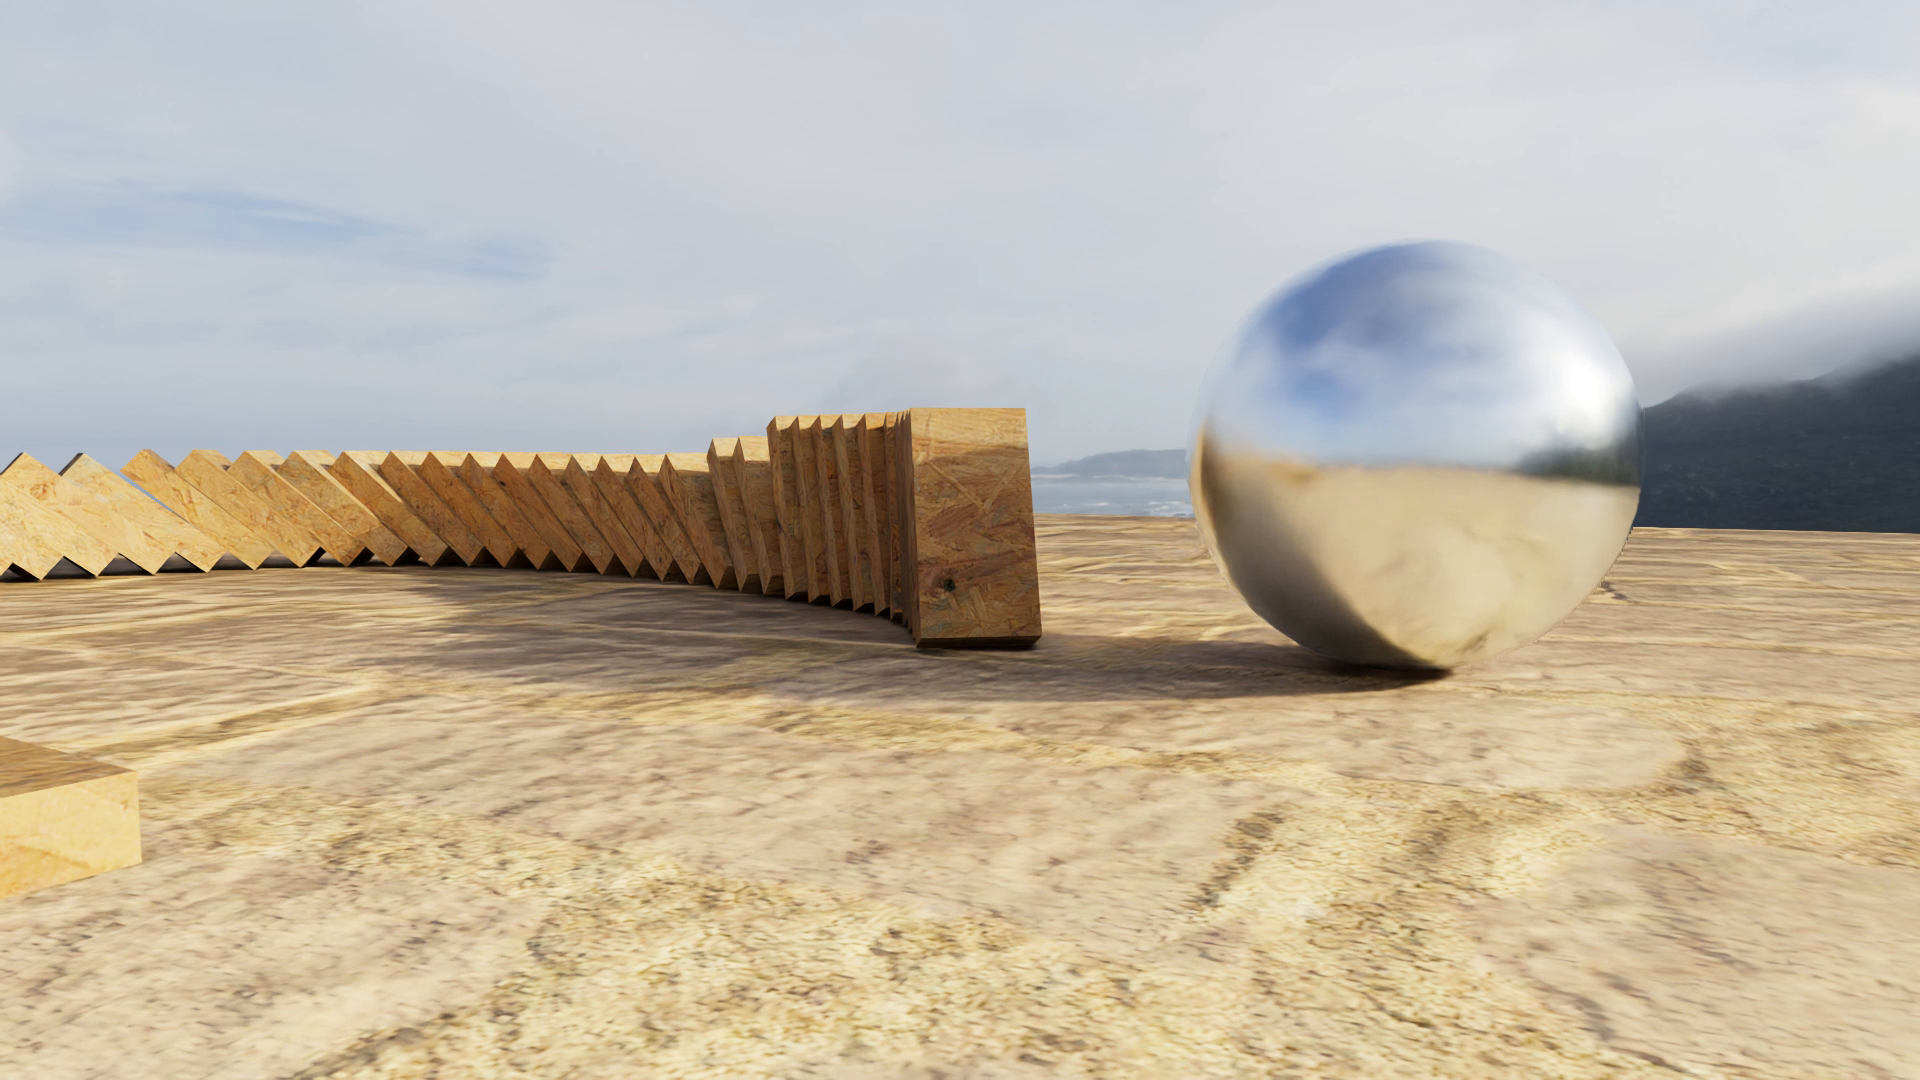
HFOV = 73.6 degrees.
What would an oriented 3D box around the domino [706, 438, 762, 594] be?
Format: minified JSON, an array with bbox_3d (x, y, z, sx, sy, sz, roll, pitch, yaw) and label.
[{"bbox_3d":[-0.057,-0.008,0.381,0.025,0.050,0.010,-2,-35,-27],"label":"domino"}]

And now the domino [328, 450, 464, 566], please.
[{"bbox_3d":[-0.197,-0.012,0.457,0.050,0.009,0.025,42,8,3],"label":"domino"}]

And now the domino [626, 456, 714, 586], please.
[{"bbox_3d":[-0.083,-0.007,0.405,0.025,0.010,0.050,-4,45,-42],"label":"domino"}]

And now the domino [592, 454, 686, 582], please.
[{"bbox_3d":[-0.095,-0.008,0.415,0.025,0.010,0.050,-5,46,-47],"label":"domino"}]

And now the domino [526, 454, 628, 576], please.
[{"bbox_3d":[-0.122,-0.010,0.433,0.050,0.010,0.025,47,28,23],"label":"domino"}]

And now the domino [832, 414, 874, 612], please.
[{"bbox_3d":[-0.017,-0.008,0.332,0.025,0.050,0.009,-2,-15,-24],"label":"domino"}]

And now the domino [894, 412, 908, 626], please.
[{"bbox_3d":[-0.002,-0.005,0.303,0.025,0.050,0.009,-1,-16,-9],"label":"domino"}]

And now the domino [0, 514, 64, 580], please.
[{"bbox_3d":[-0.303,-0.007,0.390,0.025,0.010,0.050,2,-37,42],"label":"domino"}]

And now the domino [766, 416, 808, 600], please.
[{"bbox_3d":[-0.038,-0.009,0.357,0.025,0.050,0.010,-2,-15,-25],"label":"domino"}]

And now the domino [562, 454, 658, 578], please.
[{"bbox_3d":[-0.108,-0.009,0.424,0.025,0.009,0.050,-5,46,-49],"label":"domino"}]

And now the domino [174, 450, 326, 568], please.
[{"bbox_3d":[-0.244,-0.011,0.445,0.050,0.009,0.025,42,-8,-14],"label":"domino"}]

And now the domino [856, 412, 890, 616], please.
[{"bbox_3d":[-0.011,-0.007,0.323,0.025,0.050,0.010,-2,-15,-20],"label":"domino"}]

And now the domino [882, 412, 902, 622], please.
[{"bbox_3d":[-0.005,-0.006,0.312,0.025,0.050,0.009,-1,-16,-9],"label":"domino"}]

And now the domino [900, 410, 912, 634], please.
[{"bbox_3d":[0.000,-0.005,0.293,0.025,0.050,0.010,-1,-16,-9],"label":"domino"}]

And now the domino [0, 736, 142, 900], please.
[{"bbox_3d":[-0.111,0.028,0.133,0.050,0.010,0.025,3,5,31],"label":"domino"}]

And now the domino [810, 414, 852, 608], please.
[{"bbox_3d":[-0.024,-0.008,0.341,0.025,0.050,0.009,-2,-15,-24],"label":"domino"}]

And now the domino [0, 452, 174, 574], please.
[{"bbox_3d":[-0.281,-0.008,0.413,0.025,0.010,0.050,4,-34,51],"label":"domino"}]

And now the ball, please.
[{"bbox_3d":[0.083,-0.015,0.240,0.080,0.080,0.080,0,4,0],"label":"ball"}]

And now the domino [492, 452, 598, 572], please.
[{"bbox_3d":[-0.136,-0.010,0.440,0.050,0.010,0.025,46,25,21],"label":"domino"}]

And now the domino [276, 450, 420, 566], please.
[{"bbox_3d":[-0.213,-0.012,0.454,0.050,0.009,0.025,41,2,-5],"label":"domino"}]

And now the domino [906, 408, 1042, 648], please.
[{"bbox_3d":[0.002,-0.003,0.273,0.025,0.050,0.010,-1,-16,-9],"label":"domino"}]

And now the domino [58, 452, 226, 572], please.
[{"bbox_3d":[-0.269,-0.009,0.423,0.025,0.010,0.050,6,-33,52],"label":"domino"}]

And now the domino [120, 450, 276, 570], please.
[{"bbox_3d":[-0.257,-0.010,0.435,0.050,0.010,0.025,45,-16,-23],"label":"domino"}]

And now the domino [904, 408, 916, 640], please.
[{"bbox_3d":[0.001,-0.004,0.283,0.025,0.050,0.010,-1,-16,-9],"label":"domino"}]

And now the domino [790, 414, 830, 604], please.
[{"bbox_3d":[-0.031,-0.009,0.349,0.025,0.050,0.010,-2,-15,-24],"label":"domino"}]

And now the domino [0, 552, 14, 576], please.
[{"bbox_3d":[-0.307,-0.006,0.373,0.025,0.010,0.050,2,-37,26],"label":"domino"}]

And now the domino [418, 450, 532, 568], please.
[{"bbox_3d":[-0.165,-0.011,0.453,0.050,0.010,0.025,44,17,15],"label":"domino"}]

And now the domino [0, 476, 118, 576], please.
[{"bbox_3d":[-0.293,-0.008,0.403,0.025,0.010,0.050,2,-36,50],"label":"domino"}]

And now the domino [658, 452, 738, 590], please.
[{"bbox_3d":[-0.071,-0.007,0.394,0.025,0.010,0.050,-3,46,-39],"label":"domino"}]

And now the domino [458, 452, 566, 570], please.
[{"bbox_3d":[-0.150,-0.011,0.447,0.050,0.009,0.025,45,22,19],"label":"domino"}]

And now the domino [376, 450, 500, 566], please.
[{"bbox_3d":[-0.180,-0.012,0.457,0.050,0.009,0.025,43,14,11],"label":"domino"}]

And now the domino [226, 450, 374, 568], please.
[{"bbox_3d":[-0.228,-0.011,0.450,0.050,0.009,0.025,41,-3,-9],"label":"domino"}]

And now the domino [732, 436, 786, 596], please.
[{"bbox_3d":[-0.048,-0.008,0.372,0.025,0.050,0.009,-1,-36,-26],"label":"domino"}]
